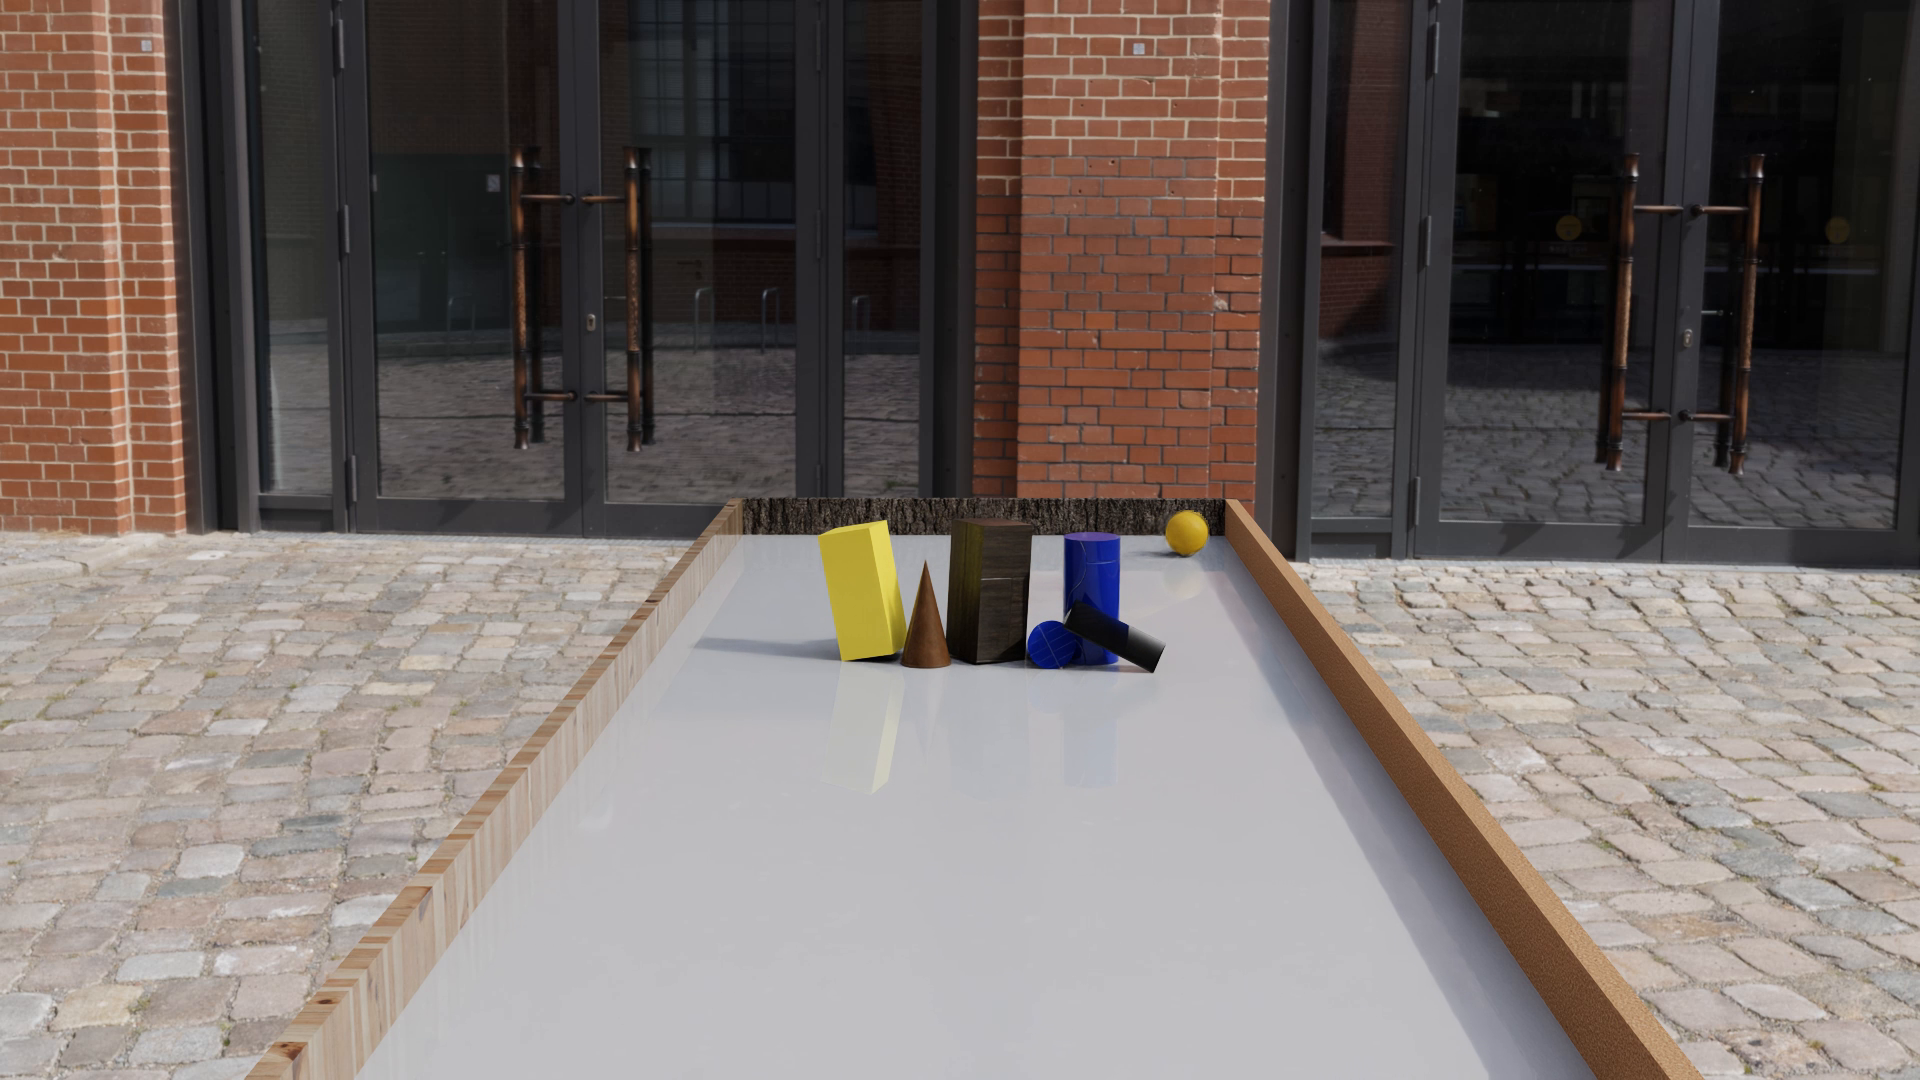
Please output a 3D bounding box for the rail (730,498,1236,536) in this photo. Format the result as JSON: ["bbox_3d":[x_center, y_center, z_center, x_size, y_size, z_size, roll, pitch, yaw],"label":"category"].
[{"bbox_3d":[0.099,-0.098,9.147,2.100,0.150,0.050,0,9,1],"label":"rail"}]

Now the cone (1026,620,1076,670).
[{"bbox_3d":[0.239,0.317,6.777,0.146,0.146,0.412,-2,-1,-10],"label":"cone"}]

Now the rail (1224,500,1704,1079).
[{"bbox_3d":[1.046,0.843,3.208,0.050,0.150,12.000,0,9,1],"label":"rail"}]

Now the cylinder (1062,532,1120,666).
[{"bbox_3d":[0.399,0.177,6.676,0.173,0.380,0.173,0,9,0],"label":"cylinder"}]

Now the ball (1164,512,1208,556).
[{"bbox_3d":[0.888,-0.024,8.620,0.170,0.170,0.170,0,9,0],"label":"ball"}]

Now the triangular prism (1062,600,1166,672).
[{"bbox_3d":[0.461,0.280,6.552,0.300,0.087,0.100,27,9,-2],"label":"triangular prism"}]

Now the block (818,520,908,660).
[{"bbox_3d":[-0.293,0.154,6.720,0.167,0.389,0.167,-9,6,17],"label":"block"}]

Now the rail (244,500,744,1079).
[{"bbox_3d":[-1.004,0.839,3.234,0.050,0.150,12.000,0,9,1],"label":"rail"}]

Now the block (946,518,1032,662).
[{"bbox_3d":[0.087,0.150,6.705,0.177,0.414,0.177,-2,8,-33],"label":"block"}]

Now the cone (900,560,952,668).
[{"bbox_3d":[-0.104,0.214,6.629,0.156,0.322,0.156,0,9,0],"label":"cone"}]
